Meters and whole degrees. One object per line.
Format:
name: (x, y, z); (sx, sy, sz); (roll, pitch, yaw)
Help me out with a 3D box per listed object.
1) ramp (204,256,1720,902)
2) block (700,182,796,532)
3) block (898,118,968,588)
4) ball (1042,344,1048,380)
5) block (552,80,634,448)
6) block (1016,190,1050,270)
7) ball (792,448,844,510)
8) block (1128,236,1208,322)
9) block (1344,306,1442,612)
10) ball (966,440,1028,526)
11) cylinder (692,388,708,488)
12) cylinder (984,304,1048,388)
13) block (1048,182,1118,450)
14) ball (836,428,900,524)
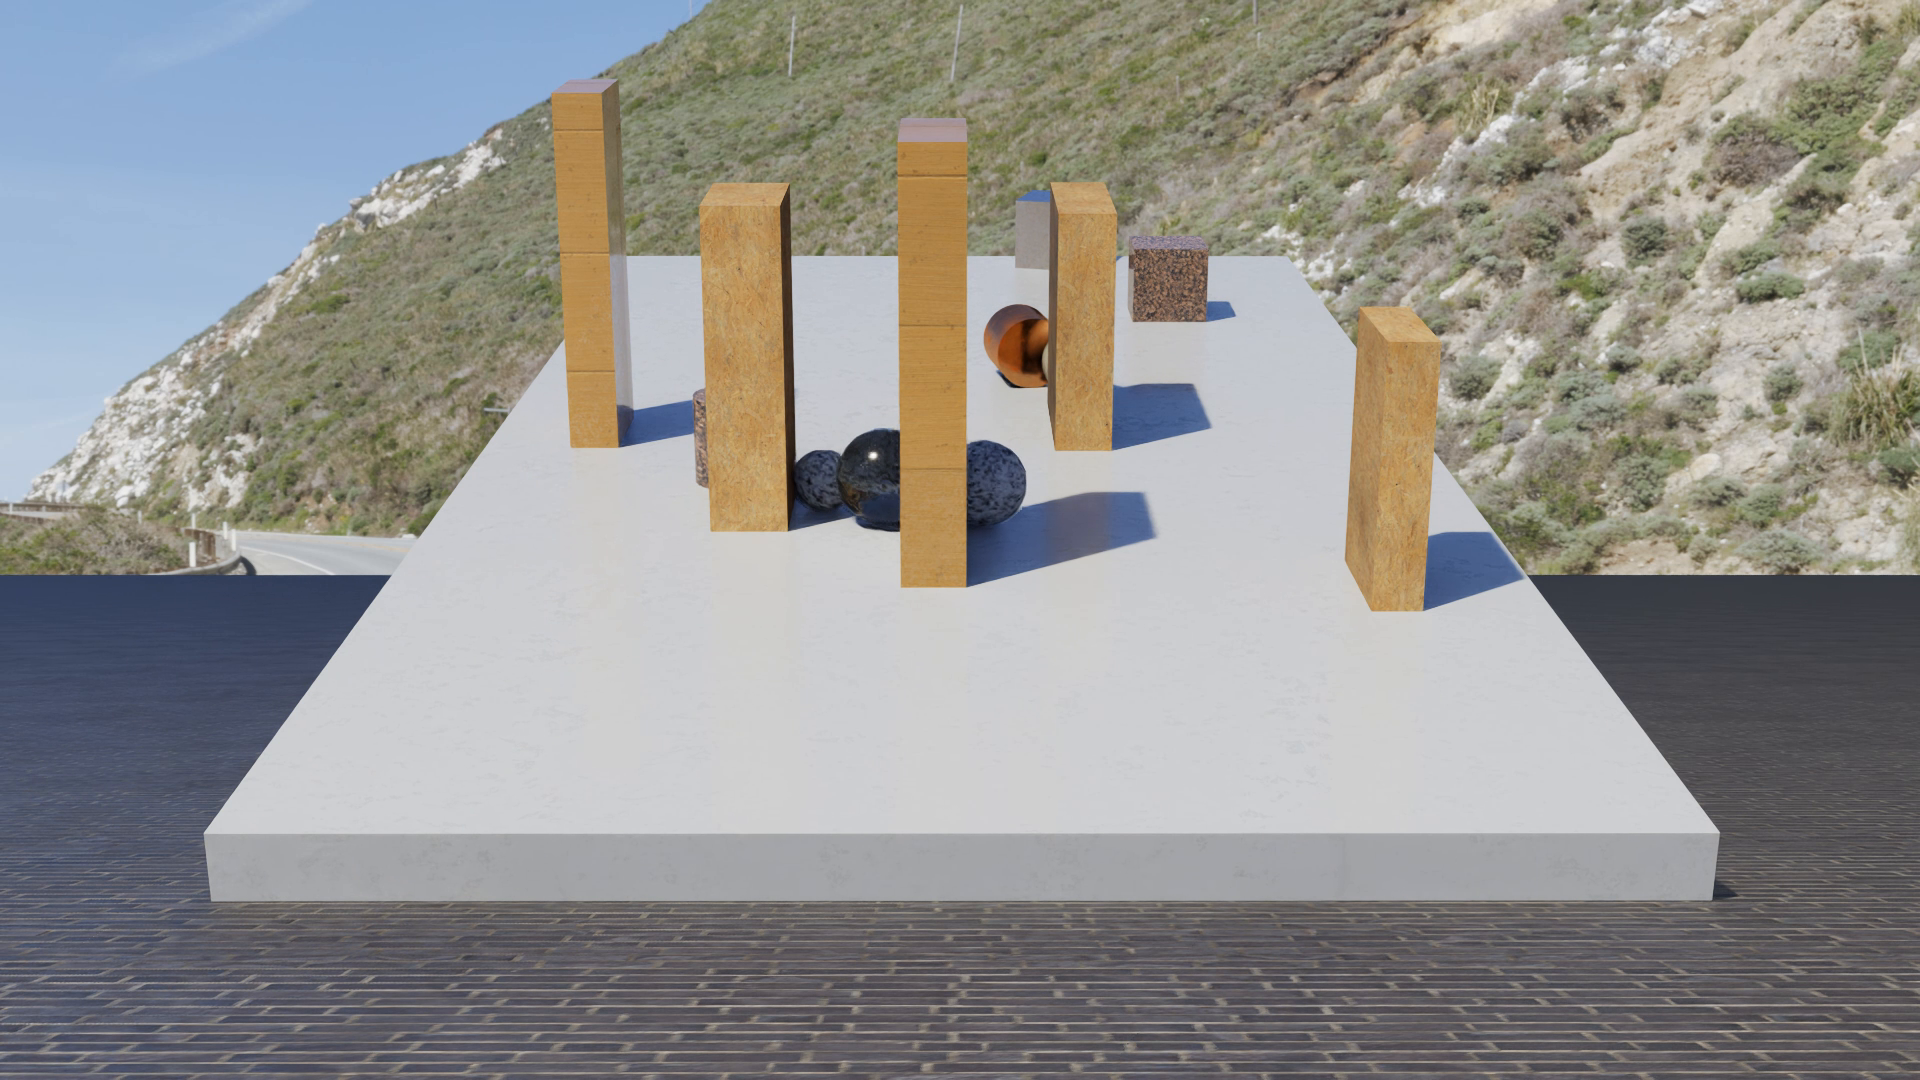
ramp: (-0.004, -0.188, 4.868); (2.000, 0.100, 4.000); (0, 18, 0)
block: (-0.394, -0.346, 4.207); (0.144, 0.610, 0.256); (0, 18, 0)
block: (-0.046, -0.328, 3.901); (0.114, 0.768, 0.294); (0, 18, 0)
ball: (0.264, -0.409, 5.138); (0.154, 0.154, 0.154); (0, -1, 0)
block: (-0.771, -0.584, 4.725); (0.101, 0.740, 0.242); (0, 18, 0)
block: (0.285, -0.915, 6.615); (0.199, 0.199, 0.199); (5, 19, 15)
ball: (-0.263, -0.116, 4.299); (0.118, 0.118, 0.118); (0, -1, 0)
block: (0.551, -0.695, 5.950); (0.194, 0.194, 0.194); (0, 18, 0)
block: (0.736, -0.142, 3.824); (0.087, 0.464, 0.269); (0, 18, 0)
ball: (0.046, -0.107, 4.203); (0.160, 0.160, 0.160); (0, -1, 0)
cylinder: (-0.444, -0.206, 4.479); (0.176, 0.176, 0.176); (0, 18, 0)
cylinder: (0.152, -0.458, 5.271); (0.165, 0.165, 0.165); (0, 18, -12)
block: (0.259, -0.488, 4.821); (0.119, 0.501, 0.401); (0, 18, 0)
ball: (-0.141, -0.120, 4.210); (0.181, 0.181, 0.181); (0, -1, 0)
